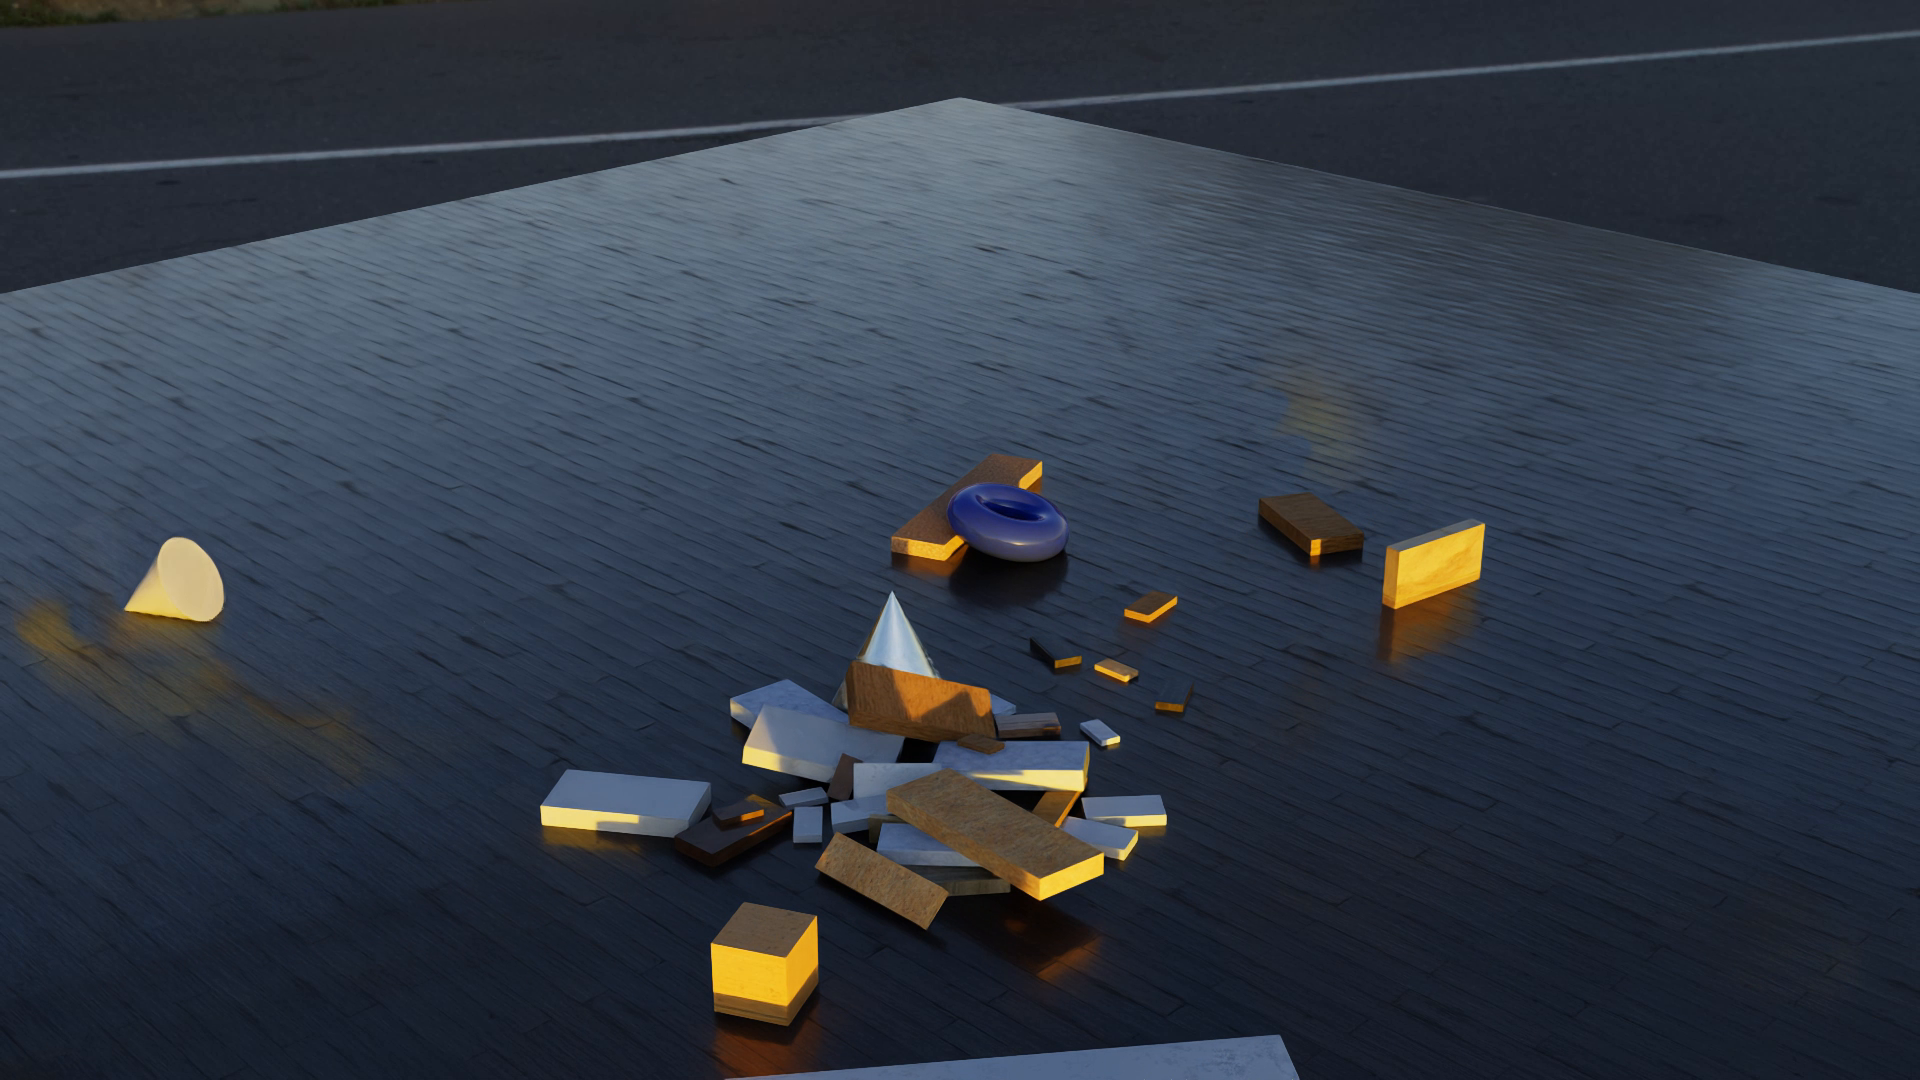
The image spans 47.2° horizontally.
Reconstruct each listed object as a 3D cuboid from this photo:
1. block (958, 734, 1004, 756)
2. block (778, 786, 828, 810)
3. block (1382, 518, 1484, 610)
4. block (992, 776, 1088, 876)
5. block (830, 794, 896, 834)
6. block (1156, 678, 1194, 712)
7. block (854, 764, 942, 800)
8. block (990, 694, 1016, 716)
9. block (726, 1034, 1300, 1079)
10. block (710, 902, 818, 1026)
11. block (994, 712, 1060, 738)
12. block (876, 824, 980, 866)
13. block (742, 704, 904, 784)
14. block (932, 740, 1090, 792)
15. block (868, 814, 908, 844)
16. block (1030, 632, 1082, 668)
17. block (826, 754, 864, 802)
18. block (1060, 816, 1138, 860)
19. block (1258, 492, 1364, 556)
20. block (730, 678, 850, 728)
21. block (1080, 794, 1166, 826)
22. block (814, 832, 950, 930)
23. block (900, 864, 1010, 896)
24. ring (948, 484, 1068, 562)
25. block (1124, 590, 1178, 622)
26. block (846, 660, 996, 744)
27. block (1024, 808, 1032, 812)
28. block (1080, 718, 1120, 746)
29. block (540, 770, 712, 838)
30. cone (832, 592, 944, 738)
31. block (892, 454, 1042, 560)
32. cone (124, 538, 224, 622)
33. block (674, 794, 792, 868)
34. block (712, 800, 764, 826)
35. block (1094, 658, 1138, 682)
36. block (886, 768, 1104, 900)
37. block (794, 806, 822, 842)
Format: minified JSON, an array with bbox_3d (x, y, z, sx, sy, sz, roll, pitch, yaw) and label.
[{"bbox_3d":[0.044,0.427,4.600,0.092,0.013,0.046,12,22,40],"label":"block"},{"bbox_3d":[-0.320,0.529,4.497,0.092,0.013,0.046,-9,25,-20],"label":"block"},{"bbox_3d":[1.171,0.057,5.433,0.303,0.152,0.043,-16,28,-33],"label":"block"},{"bbox_3d":[0.162,0.562,4.343,0.062,0.018,0.456,3,18,18],"label":"block"},{"bbox_3d":[-0.168,0.544,4.408,0.177,0.025,0.089,-10,21,-1],"label":"block"},{"bbox_3d":[0.481,0.346,4.923,0.062,0.018,0.124,7,24,15],"label":"block"},{"bbox_3d":[-0.127,0.498,4.471,0.177,0.089,0.025,0,-6,0],"label":"block"},{"bbox_3d":[0.059,0.364,4.881,0.062,0.018,0.124,-19,30,-38],"label":"block"},{"bbox_3d":[0.087,0.906,3.565,0.927,0.047,0.165,-3,23,-7],"label":"block"},{"bbox_3d":[-0.339,0.739,3.841,0.139,0.139,0.139,8,24,17],"label":"block"},{"bbox_3d":[0.146,0.403,4.786,0.136,0.019,0.068,-3,23,-7],"label":"block"},{"bbox_3d":[-0.048,0.590,4.254,0.217,0.031,0.108,1,20,4],"label":"block"},{"bbox_3d":[-0.283,0.437,4.583,0.307,0.043,0.153,13,33,5],"label":"block"},{"bbox_3d":[0.105,0.467,4.559,0.314,0.044,0.157,0,17,8],"label":"block"},{"bbox_3d":[-0.100,0.575,4.332,0.159,0.057,0.016,4,23,10],"label":"block"},{"bbox_3d":[0.223,0.257,5.130,0.068,0.019,0.136,-10,25,-21],"label":"block"},{"bbox_3d":[-0.235,0.487,4.492,0.046,0.092,0.013,21,-6,4],"label":"block"},{"bbox_3d":[0.262,0.587,4.347,0.162,0.023,0.081,9,25,21],"label":"block"},{"bbox_3d":[0.926,-0.045,5.812,0.152,0.043,0.303,-8,24,-17],"label":"block"},{"bbox_3d":[-0.348,0.395,4.773,0.153,0.043,0.307,-18,29,-36],"label":"block"},{"bbox_3d":[0.330,0.548,4.440,0.162,0.023,0.081,-2,23,-4],"label":"block"},{"bbox_3d":[-0.150,0.642,4.156,0.291,0.023,0.081,21,72,40],"label":"block"},{"bbox_3d":[-0.019,0.640,4.214,0.217,0.031,0.108,-3,23,-6],"label":"block"},{"bbox_3d":[0.125,-0.047,5.694,0.325,0.108,0.325,13,23,-6],"label":"ring"},{"bbox_3d":[0.465,0.161,5.356,0.068,0.019,0.136,15,27,32],"label":"block"},{"bbox_3d":[-0.084,0.356,4.690,0.314,0.044,0.157,13,35,-17],"label":"block"},{"bbox_3d":[0.108,0.552,4.394,0.113,0.016,0.057,17,22,-8],"label":"block"},{"bbox_3d":[0.303,0.417,4.762,0.046,0.013,0.092,-11,26,-25],"label":"block"},{"bbox_3d":[-0.674,0.533,4.449,0.307,0.043,0.153,4,23,10],"label":"block"},{"bbox_3d":[-0.147,0.242,4.824,0.287,0.287,0.287,0,23,0],"label":"cone"},{"bbox_3d":[0.026,-0.096,5.933,0.152,0.043,0.662,10,25,22],"label":"block"},{"bbox_3d":[-1.944,0.133,5.324,0.217,0.217,0.217,-22,17,19],"label":"cone"},{"bbox_3d":[-0.449,0.576,4.364,0.108,0.031,0.217,19,29,37],"label":"block"},{"bbox_3d":[-0.443,0.544,4.384,0.092,0.013,0.046,-12,26,-26],"label":"block"},{"bbox_3d":[0.359,0.298,5.043,0.092,0.013,0.046,21,31,40],"label":"block"},{"bbox_3d":[0.062,0.559,4.226,0.157,0.044,0.462,-16,26,-36],"label":"block"},{"bbox_3d":[-0.304,0.569,4.399,0.057,0.016,0.113,-1,23,-2],"label":"block"}]
